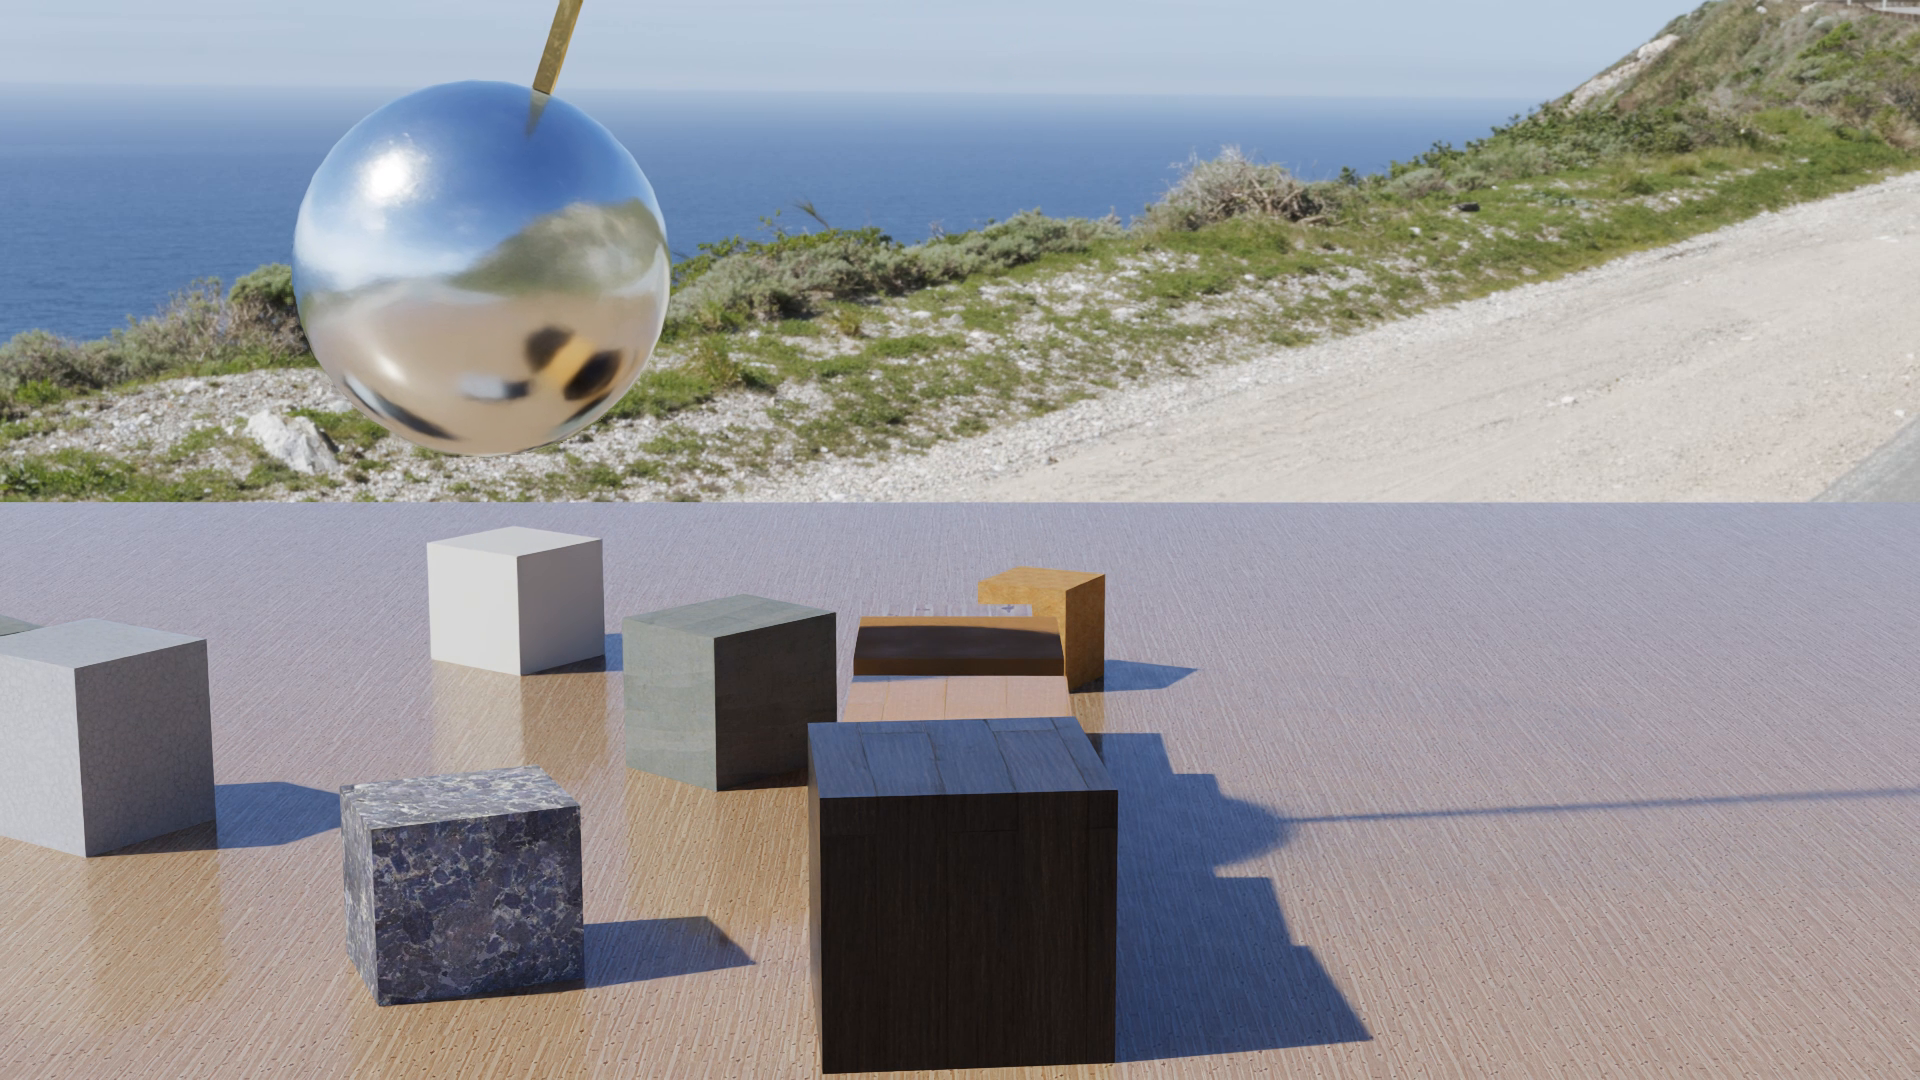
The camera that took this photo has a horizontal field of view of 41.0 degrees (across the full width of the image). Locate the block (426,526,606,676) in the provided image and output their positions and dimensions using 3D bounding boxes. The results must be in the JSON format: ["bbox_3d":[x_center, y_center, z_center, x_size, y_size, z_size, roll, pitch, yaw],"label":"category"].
[{"bbox_3d":[-2.693,0.358,15.593,0.762,0.718,0.720,7,13,35],"label":"block"}]

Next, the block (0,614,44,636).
[{"bbox_3d":[-5.316,0.768,13.594,0.739,0.625,0.664,9,14,42],"label":"block"}]

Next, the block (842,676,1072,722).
[{"bbox_3d":[-0.006,1.136,10.624,0.914,0.964,0.905,0,10,1],"label":"block"}]

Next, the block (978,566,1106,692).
[{"bbox_3d":[0.479,0.519,15.022,0.559,0.605,0.556,5,12,27],"label":"block"}]

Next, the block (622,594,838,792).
[{"bbox_3d":[-1.176,0.766,13.171,0.698,0.780,0.838,9,14,42],"label":"block"}]

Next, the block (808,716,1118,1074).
[{"bbox_3d":[-0.018,1.296,9.595,1.051,1.017,1.054,-1,10,-6],"label":"block"}]

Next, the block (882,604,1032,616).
[{"bbox_3d":[-0.013,0.780,13.205,0.779,0.742,0.831,0,10,0],"label":"block"}]

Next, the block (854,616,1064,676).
[{"bbox_3d":[-0.006,0.883,12.318,0.969,0.856,0.932,0,10,0],"label":"block"}]

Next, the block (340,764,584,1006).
[{"bbox_3d":[-1.978,1.352,10.172,0.807,0.701,0.658,-4,11,-23],"label":"block"}]

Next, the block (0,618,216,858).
[{"bbox_3d":[-4.107,0.911,12.094,0.844,0.880,0.743,7,12,33],"label":"block"}]

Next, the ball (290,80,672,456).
[{"bbox_3d":[-2.036,-1.157,10.970,1.600,1.600,1.600,0,10,0],"label":"ball"}]

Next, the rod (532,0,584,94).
[{"bbox_3d":[-0.882,-4.303,10.398,0.080,5.200,0.080,20,10,-3],"label":"rod"}]
